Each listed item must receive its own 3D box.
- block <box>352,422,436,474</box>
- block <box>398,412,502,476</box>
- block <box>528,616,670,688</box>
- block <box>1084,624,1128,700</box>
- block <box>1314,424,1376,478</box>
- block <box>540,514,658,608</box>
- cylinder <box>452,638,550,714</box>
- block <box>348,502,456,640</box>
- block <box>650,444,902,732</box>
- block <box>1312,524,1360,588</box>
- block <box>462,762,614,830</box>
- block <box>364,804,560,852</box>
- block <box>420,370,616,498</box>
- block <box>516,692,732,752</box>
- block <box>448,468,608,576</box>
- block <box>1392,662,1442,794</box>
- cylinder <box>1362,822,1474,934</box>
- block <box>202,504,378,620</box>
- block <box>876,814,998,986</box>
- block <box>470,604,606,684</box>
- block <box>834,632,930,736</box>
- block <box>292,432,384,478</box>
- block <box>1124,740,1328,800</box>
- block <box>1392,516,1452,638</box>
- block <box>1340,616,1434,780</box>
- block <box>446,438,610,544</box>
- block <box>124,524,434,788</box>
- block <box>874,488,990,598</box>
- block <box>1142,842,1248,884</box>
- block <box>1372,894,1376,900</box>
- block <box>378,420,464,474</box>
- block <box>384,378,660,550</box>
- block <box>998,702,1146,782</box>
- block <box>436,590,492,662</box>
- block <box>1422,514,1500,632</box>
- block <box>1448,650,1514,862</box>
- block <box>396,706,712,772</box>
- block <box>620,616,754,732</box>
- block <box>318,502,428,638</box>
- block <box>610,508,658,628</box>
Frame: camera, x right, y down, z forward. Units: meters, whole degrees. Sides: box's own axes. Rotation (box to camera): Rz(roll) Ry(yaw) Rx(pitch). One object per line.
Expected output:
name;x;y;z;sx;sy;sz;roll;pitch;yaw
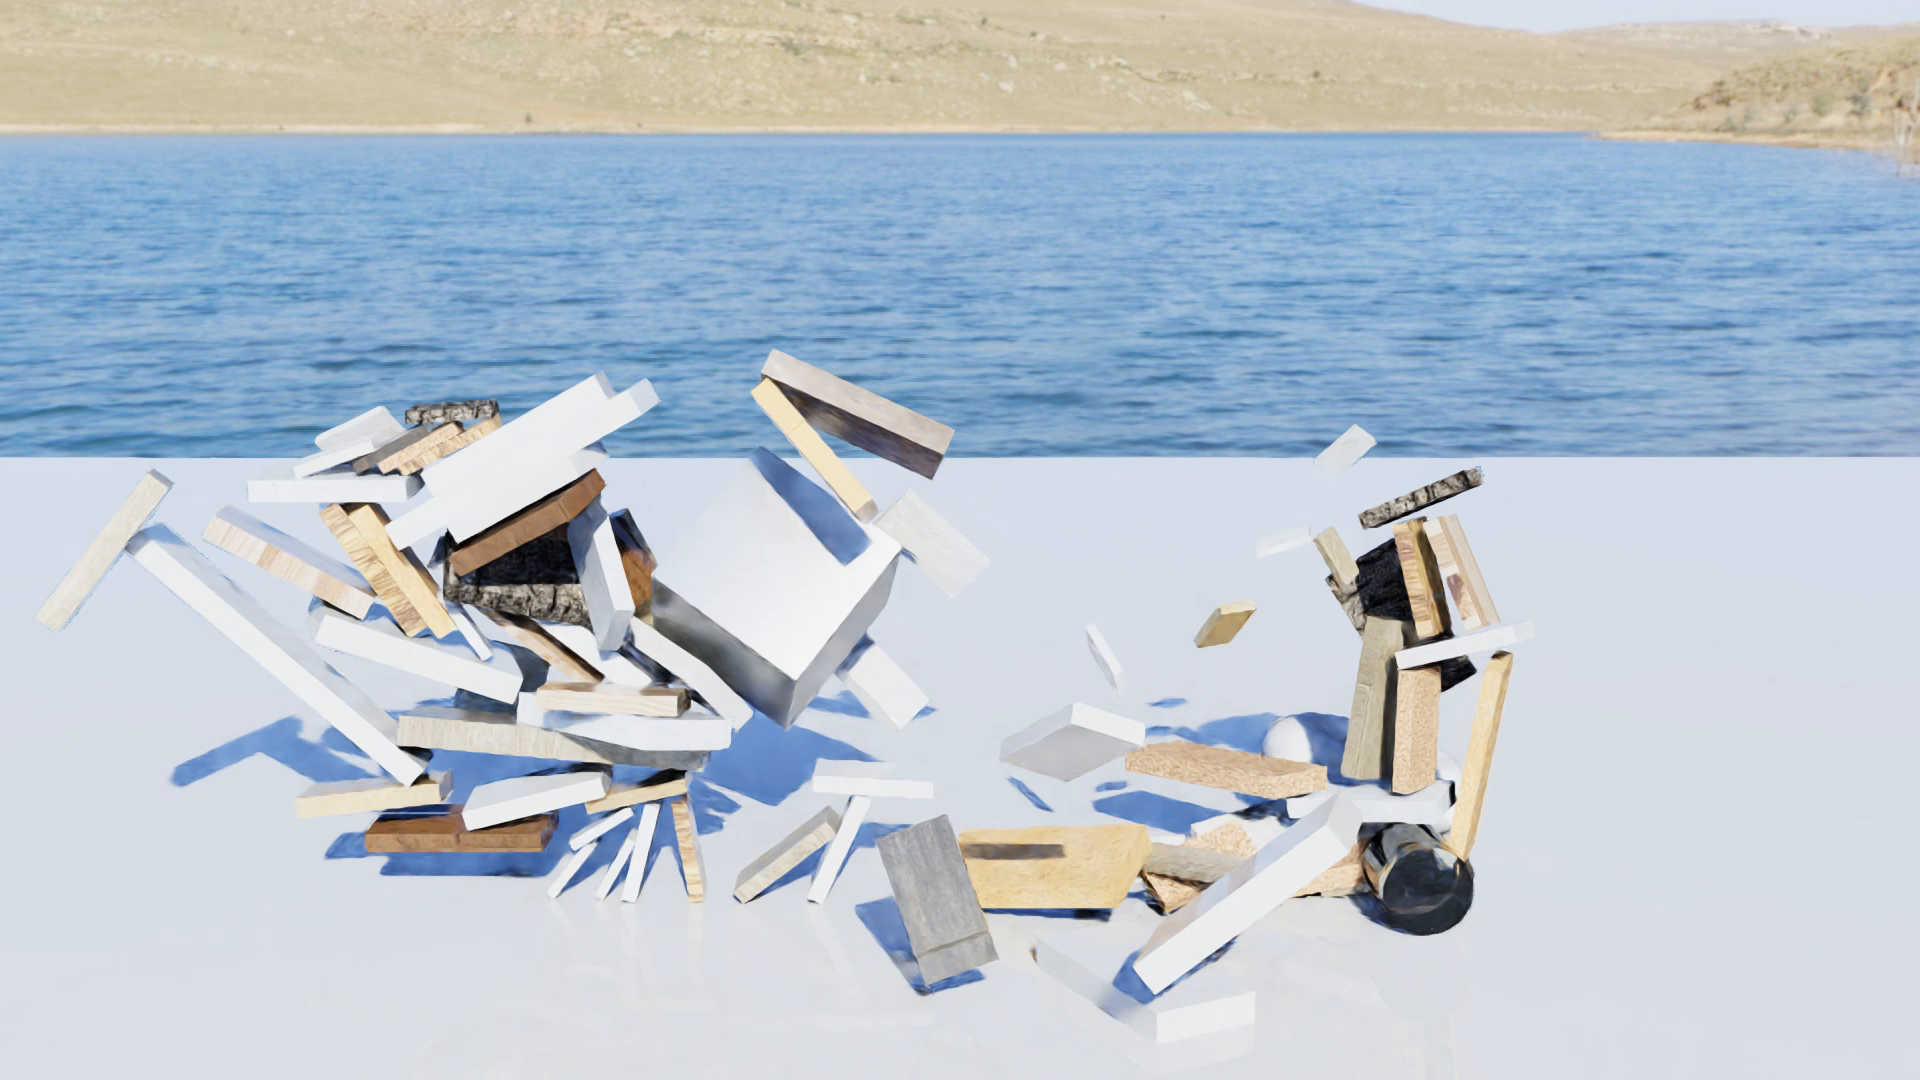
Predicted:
block;-0.902;-0.151;3.507;0.132;0.019;0.066;-28;14;1
block;-0.814;-0.154;3.514;0.169;0.019;0.068;-27;14;1
block;-0.622;0.168;3.673;0.286;0.041;0.143;36;-3;8
block;0.231;0.190;3.464;0.017;0.059;0.117;-22;44;-8
block;0.632;-0.146;3.607;0.046;0.093;0.013;32;34;-24
block;-0.646;0.022;3.922;0.117;0.235;0.033;-35;18;19
cylinder;-0.854;0.273;4.097;0.157;0.157;0.157;12;-7;1
block;-0.908;0.038;3.586;0.035;0.248;0.124;-33;20;-5
block;-0.305;0.083;3.608;0.284;0.284;0.284;35;-21;7
block;0.622;0.026;3.633;0.046;0.093;0.013;-35;7;-38
block;-0.694;0.415;3.625;0.232;0.033;0.116;-14;14;2
block;-0.823;0.478;3.644;0.294;0.033;0.116;-1;17;5
block;-0.703;-0.172;3.518;0.312;0.044;0.156;-29;9;0
block;-0.544;0.291;3.551;0.337;0.048;0.168;6;1;43
block;-0.678;-0.028;3.447;0.245;0.035;0.122;-25;16;28
block;0.749;0.307;3.604;0.029;0.202;0.101;7;10;37
cylinder;0.735;0.541;3.532;0.145;0.145;0.145;-1;9;-3
block;-1.074;0.034;3.552;0.277;0.039;0.139;29;3;-12
block;-0.033;0.517;3.170;0.110;0.220;0.031;-20;-8;1
block;-0.705;0.161;3.656;0.262;0.018;0.064;37;17;-4
block;-0.154;0.246;3.915;0.028;0.199;0.099;-45;-1;43
block;-0.991;-0.136;3.506;0.132;0.019;0.066;-19;15;3
block;0.452;0.392;3.766;0.134;0.038;0.344;-4;6;-41
block;0.757;0.060;3.600;0.027;0.189;0.095;-13;0;32
block;0.715;0.262;3.667;0.134;0.268;0.038;3;9;-40
block;-0.679;-0.078;3.462;0.245;0.035;0.122;-26;9;20
block;-1.104;0.187;3.590;0.584;0.039;0.139;42;0;-8
block;-0.052;0.007;4.001;0.099;0.199;0.028;-42;11;33
block;0.332;0.515;3.552;0.287;0.017;0.058;3;29;41
block;0.745;0.576;3.667;0.117;0.017;0.058;-5;10;2
block;-0.861;-0.152;3.510;0.136;0.019;0.068;-28;14;1
block;-0.694;-0.123;3.499;0.449;0.044;0.156;-28;9;8
block;0.152;0.279;3.019;0.110;0.031;0.220;19;-26;-19
block;-0.813;0.136;3.614;0.018;0.129;0.064;-34;13;-5
block;0.811;0.053;3.555;0.027;0.189;0.095;-26;-9;30
block;0.849;0.360;3.598;0.029;0.354;0.101;15;21;21
block;-0.663;0.327;3.632;0.493;0.048;0.168;5;1;-2
block;-0.481;0.206;3.660;0.041;0.143;0.324;-50;41;-12
block;-0.952;0.035;3.572;0.035;0.248;0.124;-34;19;-5
block;-0.607;0.066;4.010;0.117;0.235;0.033;-20;21;15
